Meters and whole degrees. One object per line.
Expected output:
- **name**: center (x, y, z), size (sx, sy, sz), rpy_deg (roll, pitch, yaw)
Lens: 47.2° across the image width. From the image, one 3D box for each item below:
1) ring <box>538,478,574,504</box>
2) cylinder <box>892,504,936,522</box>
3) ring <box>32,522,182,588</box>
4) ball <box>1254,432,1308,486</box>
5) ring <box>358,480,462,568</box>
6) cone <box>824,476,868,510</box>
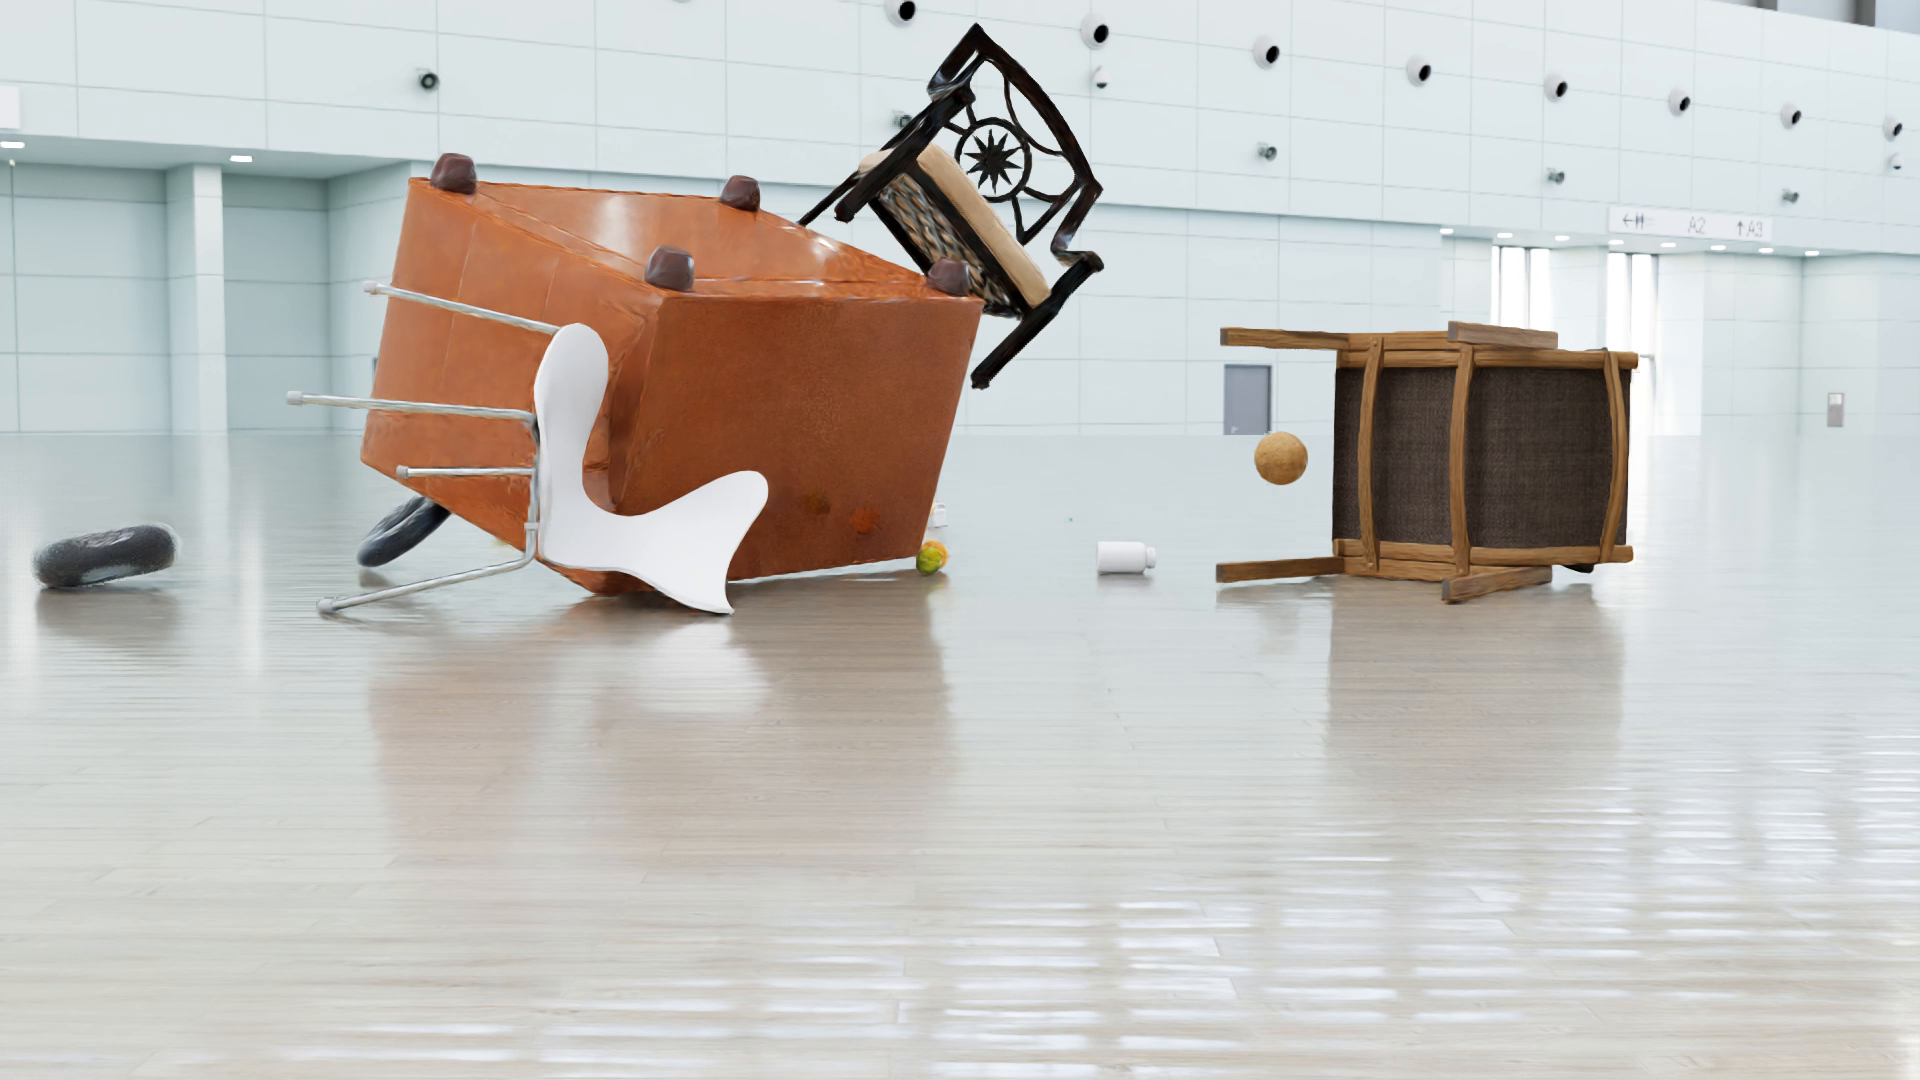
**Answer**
- **ring**: center (-1.569, -0.189, 8.544), size (0.150, 0.094, 0.078), rpy_deg (19, 22, -13)
- **cylinder**: center (-0.155, -0.092, 7.435), size (0.130, 0.058, 0.092), rpy_deg (-9, 1, 15)
- **ring**: center (-1.947, 0.034, 5.023), size (0.324, 0.109, 0.506), rpy_deg (-11, 4, -21)
- **ball**: center (0.896, -0.228, 6.135), size (0.150, 0.150, 0.150), rpy_deg (0, 4, 0)
- **ring**: center (-1.377, -0.042, 5.510), size (0.314, 0.066, 0.389), rpy_deg (-33, 17, 5)
- **cone**: center (-0.411, -0.147, 8.244), size (0.169, 0.128, 0.089), rpy_deg (26, 15, 27)
